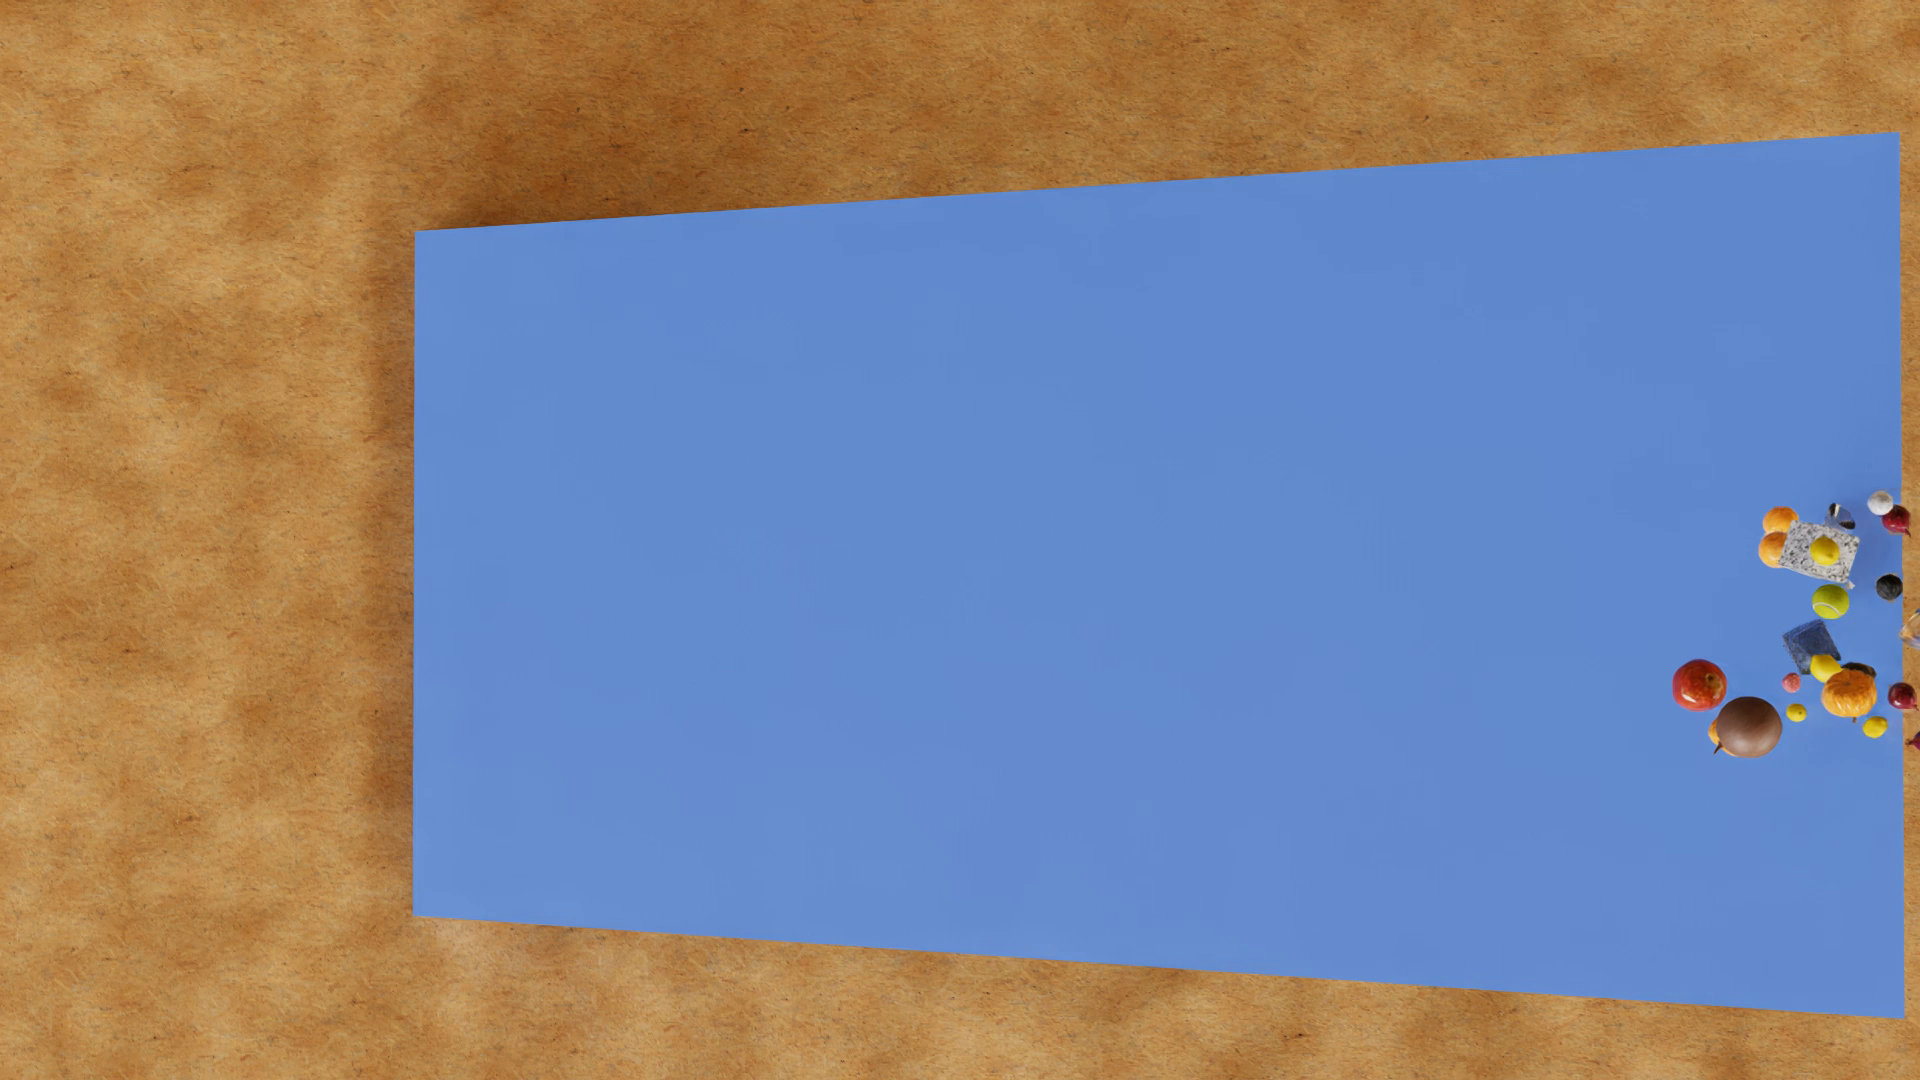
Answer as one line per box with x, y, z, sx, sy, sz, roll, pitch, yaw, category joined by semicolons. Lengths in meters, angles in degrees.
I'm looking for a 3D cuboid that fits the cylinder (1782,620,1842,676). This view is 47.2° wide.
1.907;0.240;4.925;0.093;0.093;0.093;-27;88;0;cylinder

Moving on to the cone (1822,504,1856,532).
1.979;-0.032;4.999;0.073;0.073;0.073;38;133;0;cone

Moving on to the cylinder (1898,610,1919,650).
1.727;0.163;3.950;0.055;0.055;0.055;40;85;0;cylinder

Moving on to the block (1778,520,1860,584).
1.689;0.023;4.324;0.093;0.093;0.093;17;91;-21;block

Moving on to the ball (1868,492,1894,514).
1.939;-0.078;4.631;0.050;0.050;0.050;0;89;0;ball

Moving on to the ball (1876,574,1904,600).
1.908;0.097;4.514;0.052;0.052;0.052;0;89;0;ball

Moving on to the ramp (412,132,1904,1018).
0.282;0.087;5.739;4.000;0.100;2.000;0;89;22;ramp
